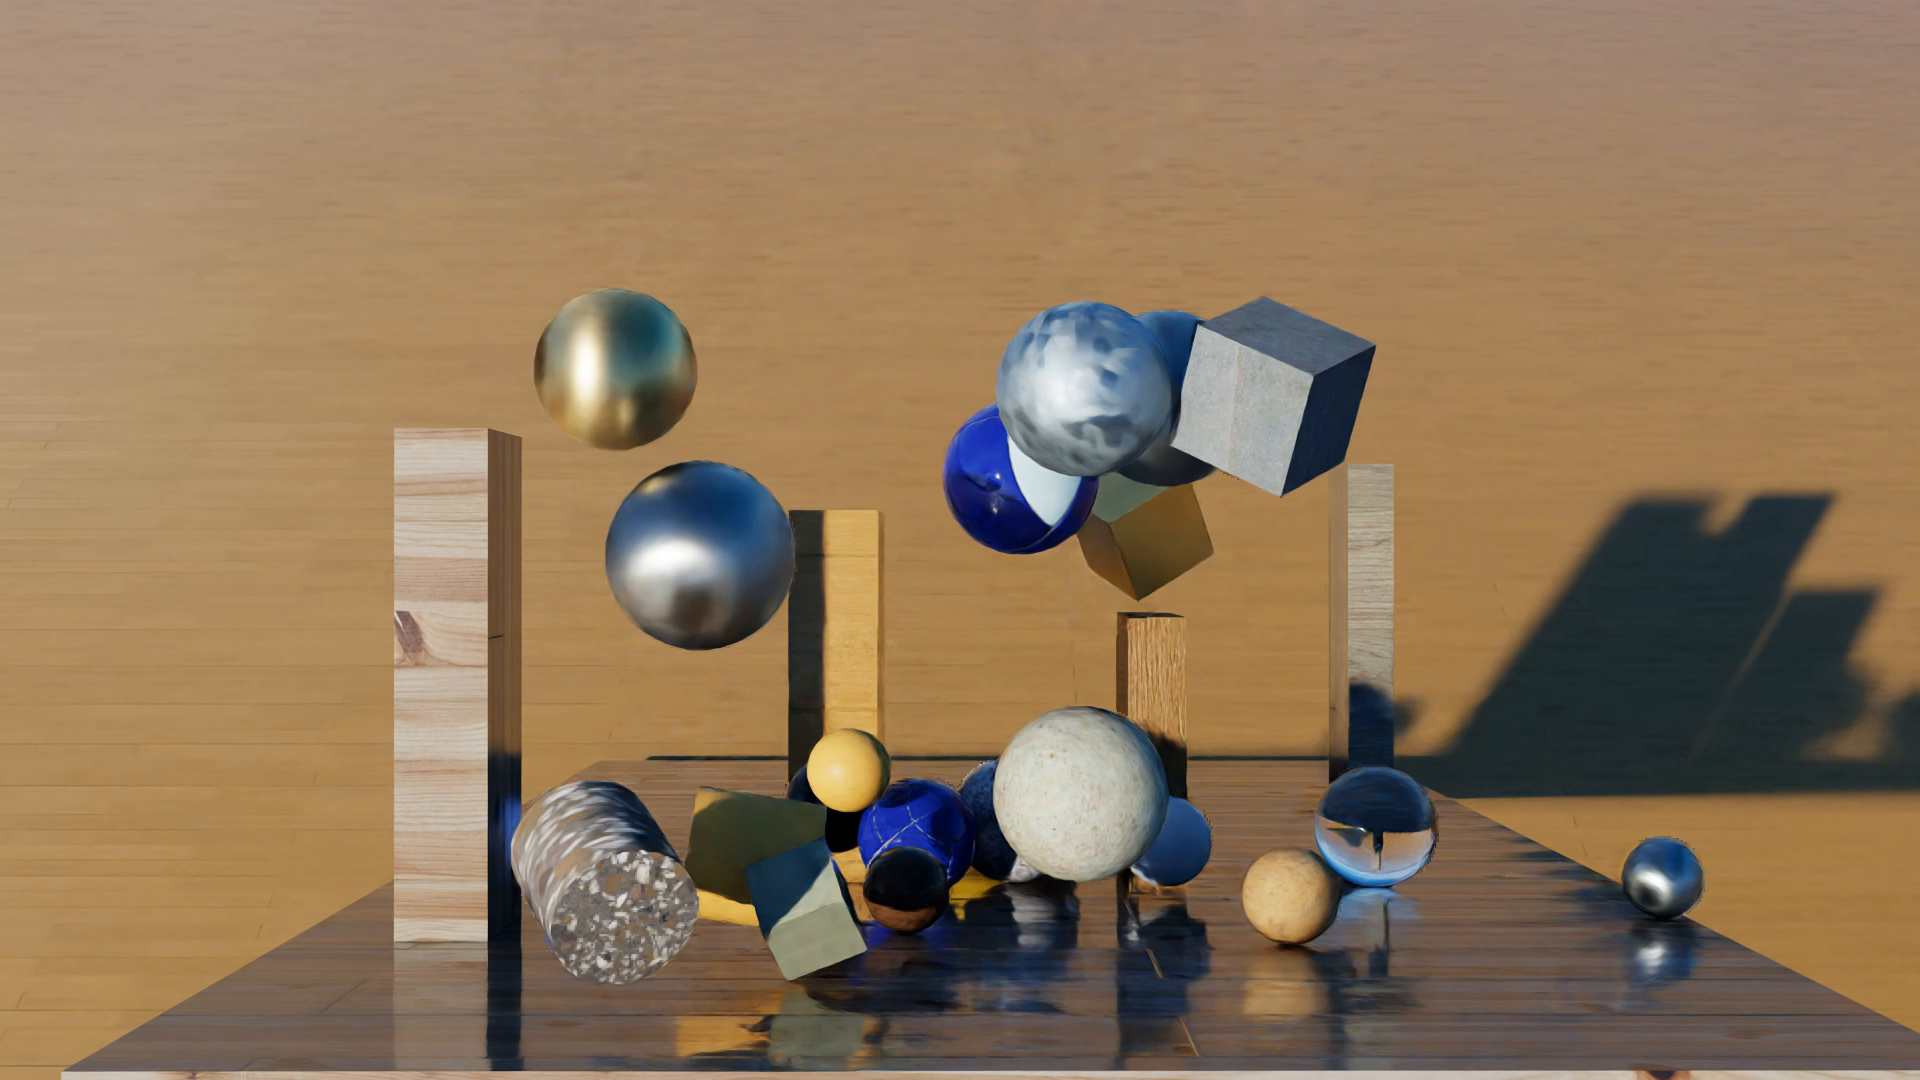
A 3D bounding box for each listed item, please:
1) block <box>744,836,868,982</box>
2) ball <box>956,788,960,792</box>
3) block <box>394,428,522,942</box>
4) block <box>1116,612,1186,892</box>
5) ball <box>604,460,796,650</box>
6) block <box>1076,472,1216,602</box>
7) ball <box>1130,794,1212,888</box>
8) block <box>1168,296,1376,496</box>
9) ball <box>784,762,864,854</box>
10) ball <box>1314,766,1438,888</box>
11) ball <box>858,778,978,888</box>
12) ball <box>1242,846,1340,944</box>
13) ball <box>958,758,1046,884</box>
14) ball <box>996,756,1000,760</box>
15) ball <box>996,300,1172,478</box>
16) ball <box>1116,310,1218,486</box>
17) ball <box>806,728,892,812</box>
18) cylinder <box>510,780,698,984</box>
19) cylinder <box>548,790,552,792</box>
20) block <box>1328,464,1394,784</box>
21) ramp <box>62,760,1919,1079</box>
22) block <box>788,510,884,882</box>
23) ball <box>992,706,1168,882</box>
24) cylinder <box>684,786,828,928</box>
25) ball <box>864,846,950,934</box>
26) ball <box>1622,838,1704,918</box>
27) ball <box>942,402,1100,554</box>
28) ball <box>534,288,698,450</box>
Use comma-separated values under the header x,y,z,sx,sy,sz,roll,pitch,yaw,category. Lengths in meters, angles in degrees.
x,y,z,sx,sy,sz,roll,pitch,yaw,category
-0.192,0.458,3.214,0.107,0.107,0.107,-21,43,-1,block
0.045,0.483,4.400,0.151,0.151,0.151,0,31,0,ball
-0.717,0.201,3.713,0.129,0.709,0.279,0,0,0,block
0.312,0.340,4.253,0.092,0.434,0.306,0,0,0,block
-0.255,0.015,2.546,0.187,0.187,0.187,0,31,0,ball
0.224,-0.022,3.264,0.121,0.121,0.121,-31,32,-15,block
0.321,0.468,4.028,0.143,0.143,0.143,0,31,0,ball
0.323,-0.150,2.681,0.137,0.137,0.137,27,31,27,block
-0.201,0.422,4.133,0.158,0.158,0.158,0,31,0,ball
0.666,0.459,4.150,0.195,0.195,0.195,0,31,0,ball
-0.066,0.463,4.030,0.187,0.187,0.187,0,31,0,ball
0.453,0.487,3.546,0.134,0.134,0.134,0,31,0,ball
0.089,0.455,4.205,0.205,0.205,0.205,0,31,0,ball
0.123,0.467,4.675,0.184,0.184,0.184,0,31,0,ball
0.128,-0.156,2.678,0.182,0.182,0.182,0,31,0,ball
0.239,-0.165,3.009,0.206,0.206,0.206,0,31,0,ball
-0.166,0.346,3.888,0.127,0.127,0.127,0,31,0,ball
-0.417,0.398,3.026,0.175,0.175,0.175,-13,28,-21,cylinder
-0.633,0.491,4.398,0.130,0.130,0.130,1,30,-15,cylinder
0.847,0.204,5.473,0.094,0.719,0.275,0,0,0,block
0.069,0.610,4.679,2.000,0.100,4.000,0,0,0,ramp
-0.207,0.255,4.395,0.146,0.606,0.363,0,0,0,block
0.138,0.290,2.960,0.201,0.201,0.201,0,31,0,ball
-0.273,0.420,3.399,0.171,0.171,0.171,9,30,-5,cylinder
-0.075,0.493,3.657,0.123,0.123,0.123,0,31,0,ball
1.032,0.496,3.802,0.117,0.117,0.117,0,31,0,ball
0.070,-0.073,2.977,0.181,0.181,0.181,0,31,0,ball
-0.346,-0.172,2.607,0.164,0.164,0.164,0,31,0,ball
